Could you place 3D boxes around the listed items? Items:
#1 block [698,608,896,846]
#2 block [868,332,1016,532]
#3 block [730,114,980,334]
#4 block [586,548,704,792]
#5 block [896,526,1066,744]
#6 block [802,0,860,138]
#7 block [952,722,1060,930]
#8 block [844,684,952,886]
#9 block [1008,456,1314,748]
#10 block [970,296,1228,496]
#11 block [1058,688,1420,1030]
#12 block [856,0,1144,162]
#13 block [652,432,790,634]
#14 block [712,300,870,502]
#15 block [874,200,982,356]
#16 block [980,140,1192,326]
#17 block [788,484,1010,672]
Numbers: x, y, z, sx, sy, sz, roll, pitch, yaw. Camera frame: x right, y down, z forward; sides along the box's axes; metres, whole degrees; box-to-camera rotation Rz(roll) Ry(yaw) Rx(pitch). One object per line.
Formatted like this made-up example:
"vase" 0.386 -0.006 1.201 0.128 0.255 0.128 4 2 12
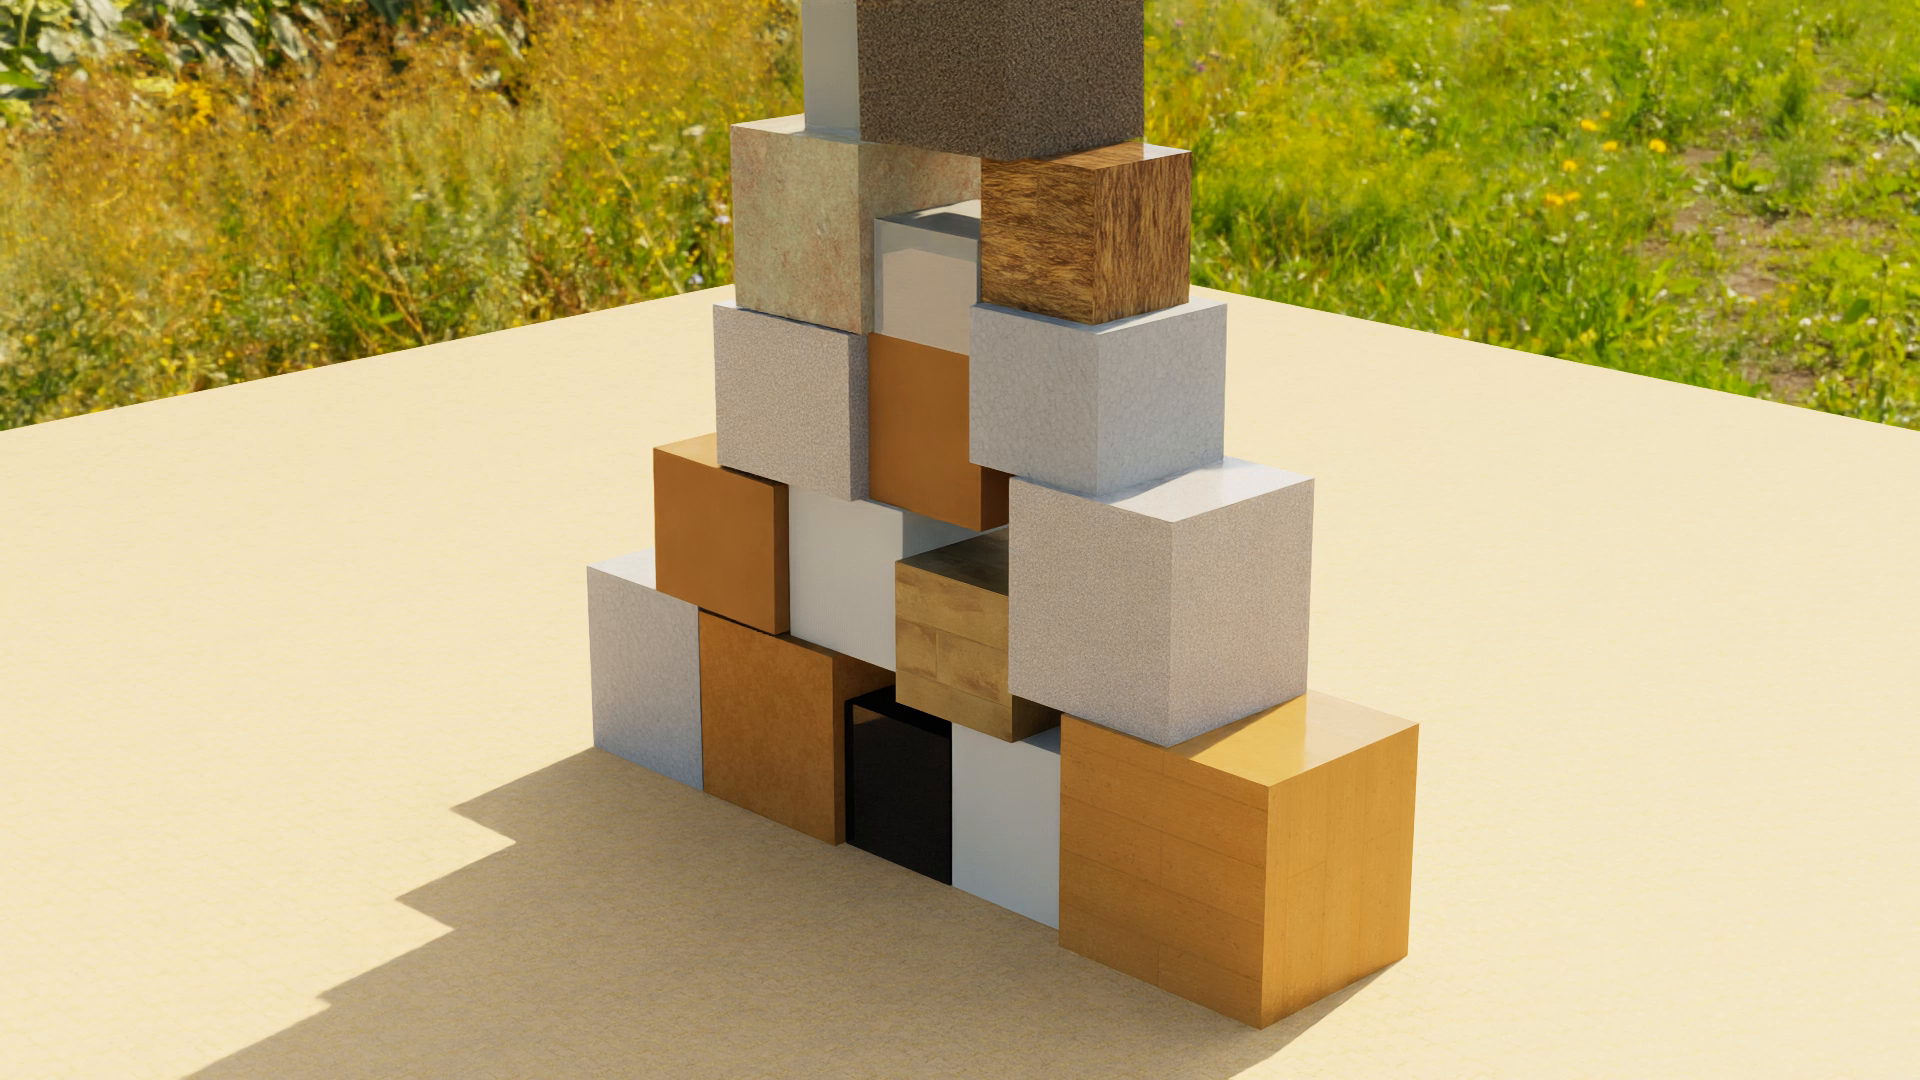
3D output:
"block" -0.618 0.798 14.237 0.863 0.940 0.948 -17 24 -42
"block" 0.079 -0.553 13.113 0.706 0.779 0.672 17 24 42
"block" -0.450 -1.479 13.375 0.816 0.839 0.847 -17 23 -42
"block" -1.266 0.590 14.848 0.859 0.970 0.861 -17 24 -42
"block" 0.247 0.406 13.187 0.790 0.669 0.729 -17 24 -42
"block" -0.326 -2.132 13.006 0.539 0.624 0.512 16 23 43
"block" 0.493 1.184 13.203 0.732 0.824 0.763 -17 24 -42
"block" -0.039 1.084 13.705 0.713 0.714 0.690 -17 24 -42
"block" 0.854 0.198 12.527 0.911 0.967 0.913 -17 24 -42
"block" 0.588 -0.671 12.531 0.809 0.689 0.742 -17 24 -42
"block" 1.179 1.266 12.529 0.994 1.071 1.131 -17 24 -42
"block" 0.173 -2.138 12.466 0.843 0.865 0.879 -17 22 -42
"block" -0.850 -0.097 14.214 0.909 0.726 0.873 -17 25 -42
"block" -0.530 -0.718 13.647 0.815 0.768 0.920 -17 24 -42
"block" 0.069 -1.159 12.892 0.633 0.511 0.631 17 24 42
"block" 0.531 -1.322 12.375 0.645 0.647 0.607 17 24 42
"block" -0.277 0.087 13.654 0.761 0.768 0.708 17 24 42
